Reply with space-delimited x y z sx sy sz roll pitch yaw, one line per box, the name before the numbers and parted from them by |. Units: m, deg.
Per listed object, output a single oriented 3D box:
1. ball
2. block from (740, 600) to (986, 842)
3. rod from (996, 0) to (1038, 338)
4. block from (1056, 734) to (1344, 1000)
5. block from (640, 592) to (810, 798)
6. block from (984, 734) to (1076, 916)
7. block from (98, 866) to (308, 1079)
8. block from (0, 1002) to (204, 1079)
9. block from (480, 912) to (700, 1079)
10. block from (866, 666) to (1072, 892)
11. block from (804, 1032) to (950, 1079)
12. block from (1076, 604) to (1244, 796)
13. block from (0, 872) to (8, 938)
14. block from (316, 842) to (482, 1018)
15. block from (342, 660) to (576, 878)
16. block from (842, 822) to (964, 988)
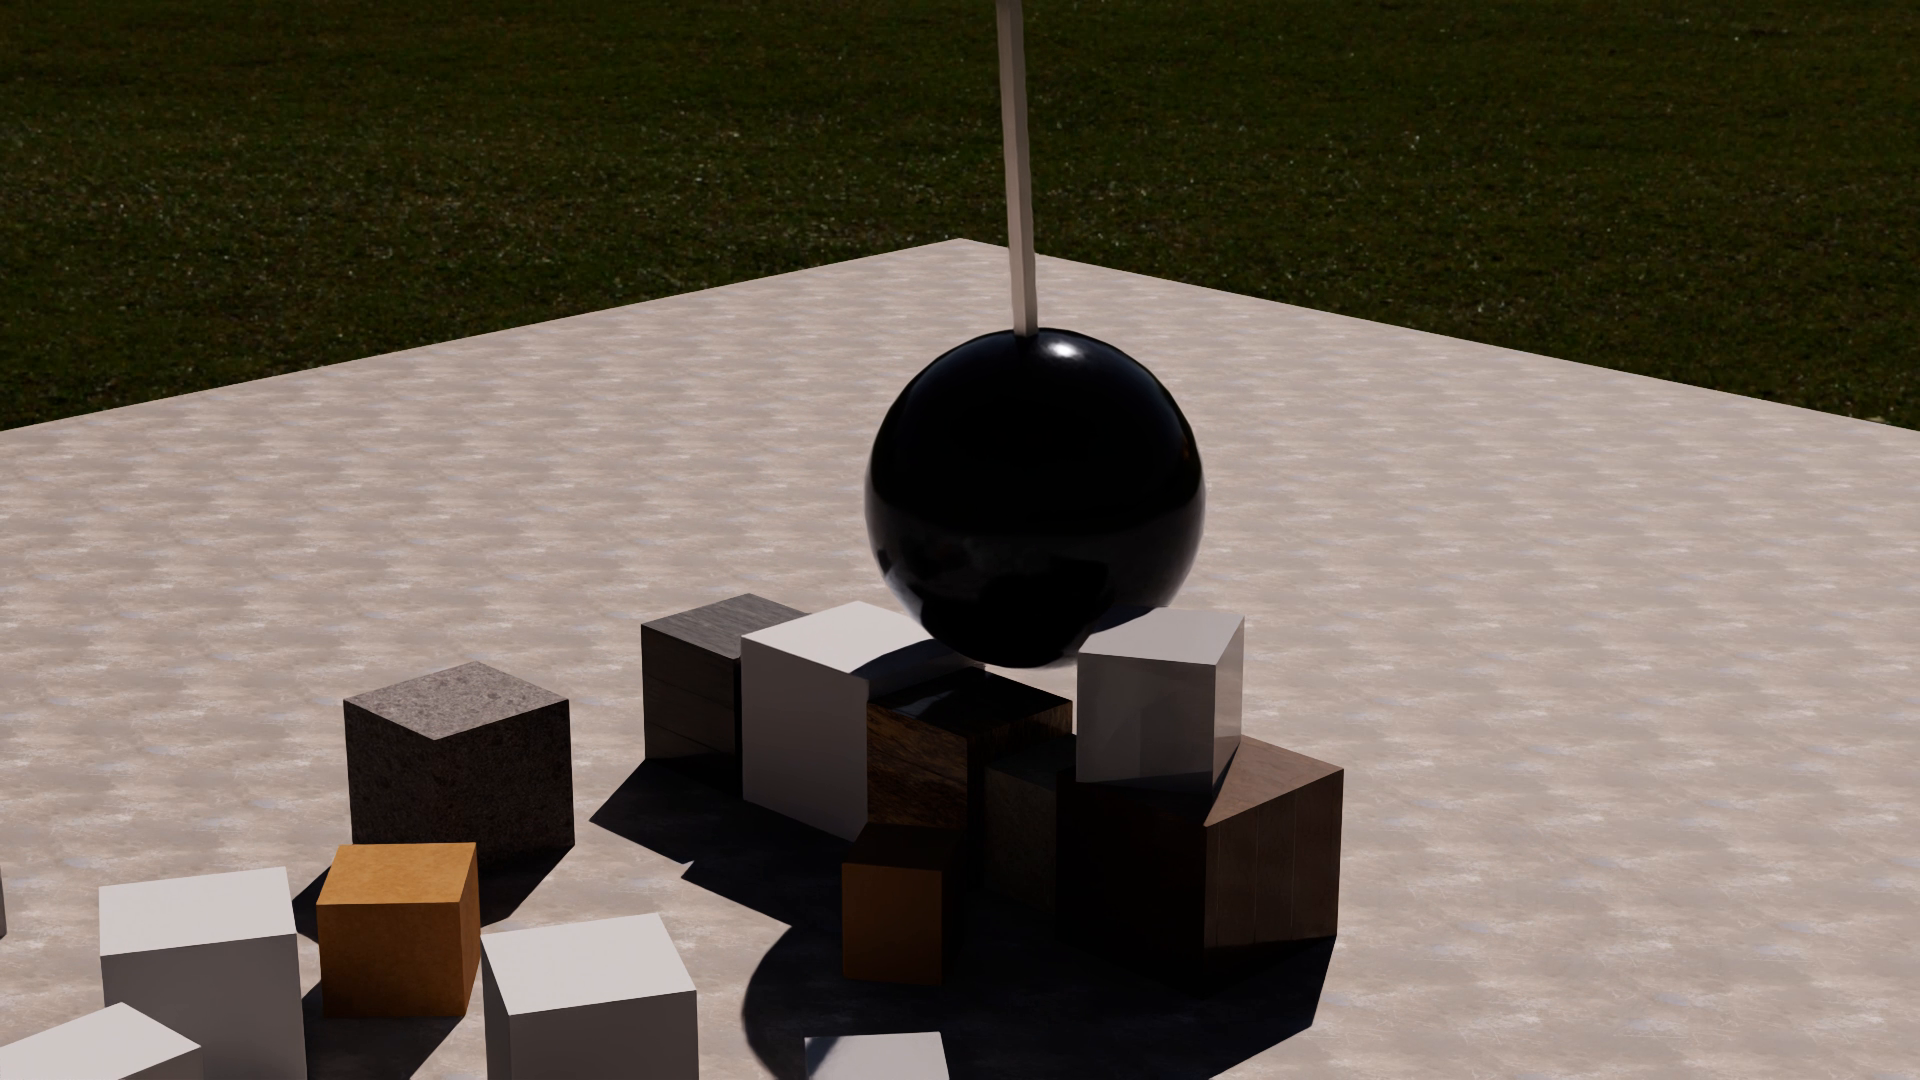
ball | 0.348 -0.191 13.647 1.600 1.600 1.600 0 17 0
block | -0.467 0.872 14.160 0.882 0.835 0.783 16 23 42
rod | 0.151 -3.364 12.443 0.080 5.200 0.080 17 29 42
block | 1.033 1.362 12.701 0.906 0.785 0.843 -17 24 -42
block | -1.088 0.767 14.701 0.706 0.721 0.720 -16 24 -41
block | 0.521 1.298 13.228 0.571 0.593 0.601 -17 24 -42
block | -3.009 1.765 11.643 0.732 0.650 0.664 -5 18 -15
block | -3.110 2.131 10.481 0.518 0.649 0.645 15 23 40
block | -1.425 1.902 11.263 0.702 0.617 0.718 -5 18 -16
block | 0.044 1.098 13.607 0.684 0.747 0.660 -16 24 -42
block | -0.304 2.134 10.790 0.506 0.458 0.463 -2 18 -5
block | 0.865 0.676 12.601 0.589 0.584 0.663 5 18 15
block | -4.477 1.576 12.637 0.441 0.417 0.523 7 19 21
block | -2.343 1.631 12.302 0.579 0.511 0.609 -1 17 -2
block | -2.332 1.085 13.672 0.748 0.732 0.731 -16 24 -42
block | -0.238 1.552 12.522 0.429 0.531 0.450 4 18 12
